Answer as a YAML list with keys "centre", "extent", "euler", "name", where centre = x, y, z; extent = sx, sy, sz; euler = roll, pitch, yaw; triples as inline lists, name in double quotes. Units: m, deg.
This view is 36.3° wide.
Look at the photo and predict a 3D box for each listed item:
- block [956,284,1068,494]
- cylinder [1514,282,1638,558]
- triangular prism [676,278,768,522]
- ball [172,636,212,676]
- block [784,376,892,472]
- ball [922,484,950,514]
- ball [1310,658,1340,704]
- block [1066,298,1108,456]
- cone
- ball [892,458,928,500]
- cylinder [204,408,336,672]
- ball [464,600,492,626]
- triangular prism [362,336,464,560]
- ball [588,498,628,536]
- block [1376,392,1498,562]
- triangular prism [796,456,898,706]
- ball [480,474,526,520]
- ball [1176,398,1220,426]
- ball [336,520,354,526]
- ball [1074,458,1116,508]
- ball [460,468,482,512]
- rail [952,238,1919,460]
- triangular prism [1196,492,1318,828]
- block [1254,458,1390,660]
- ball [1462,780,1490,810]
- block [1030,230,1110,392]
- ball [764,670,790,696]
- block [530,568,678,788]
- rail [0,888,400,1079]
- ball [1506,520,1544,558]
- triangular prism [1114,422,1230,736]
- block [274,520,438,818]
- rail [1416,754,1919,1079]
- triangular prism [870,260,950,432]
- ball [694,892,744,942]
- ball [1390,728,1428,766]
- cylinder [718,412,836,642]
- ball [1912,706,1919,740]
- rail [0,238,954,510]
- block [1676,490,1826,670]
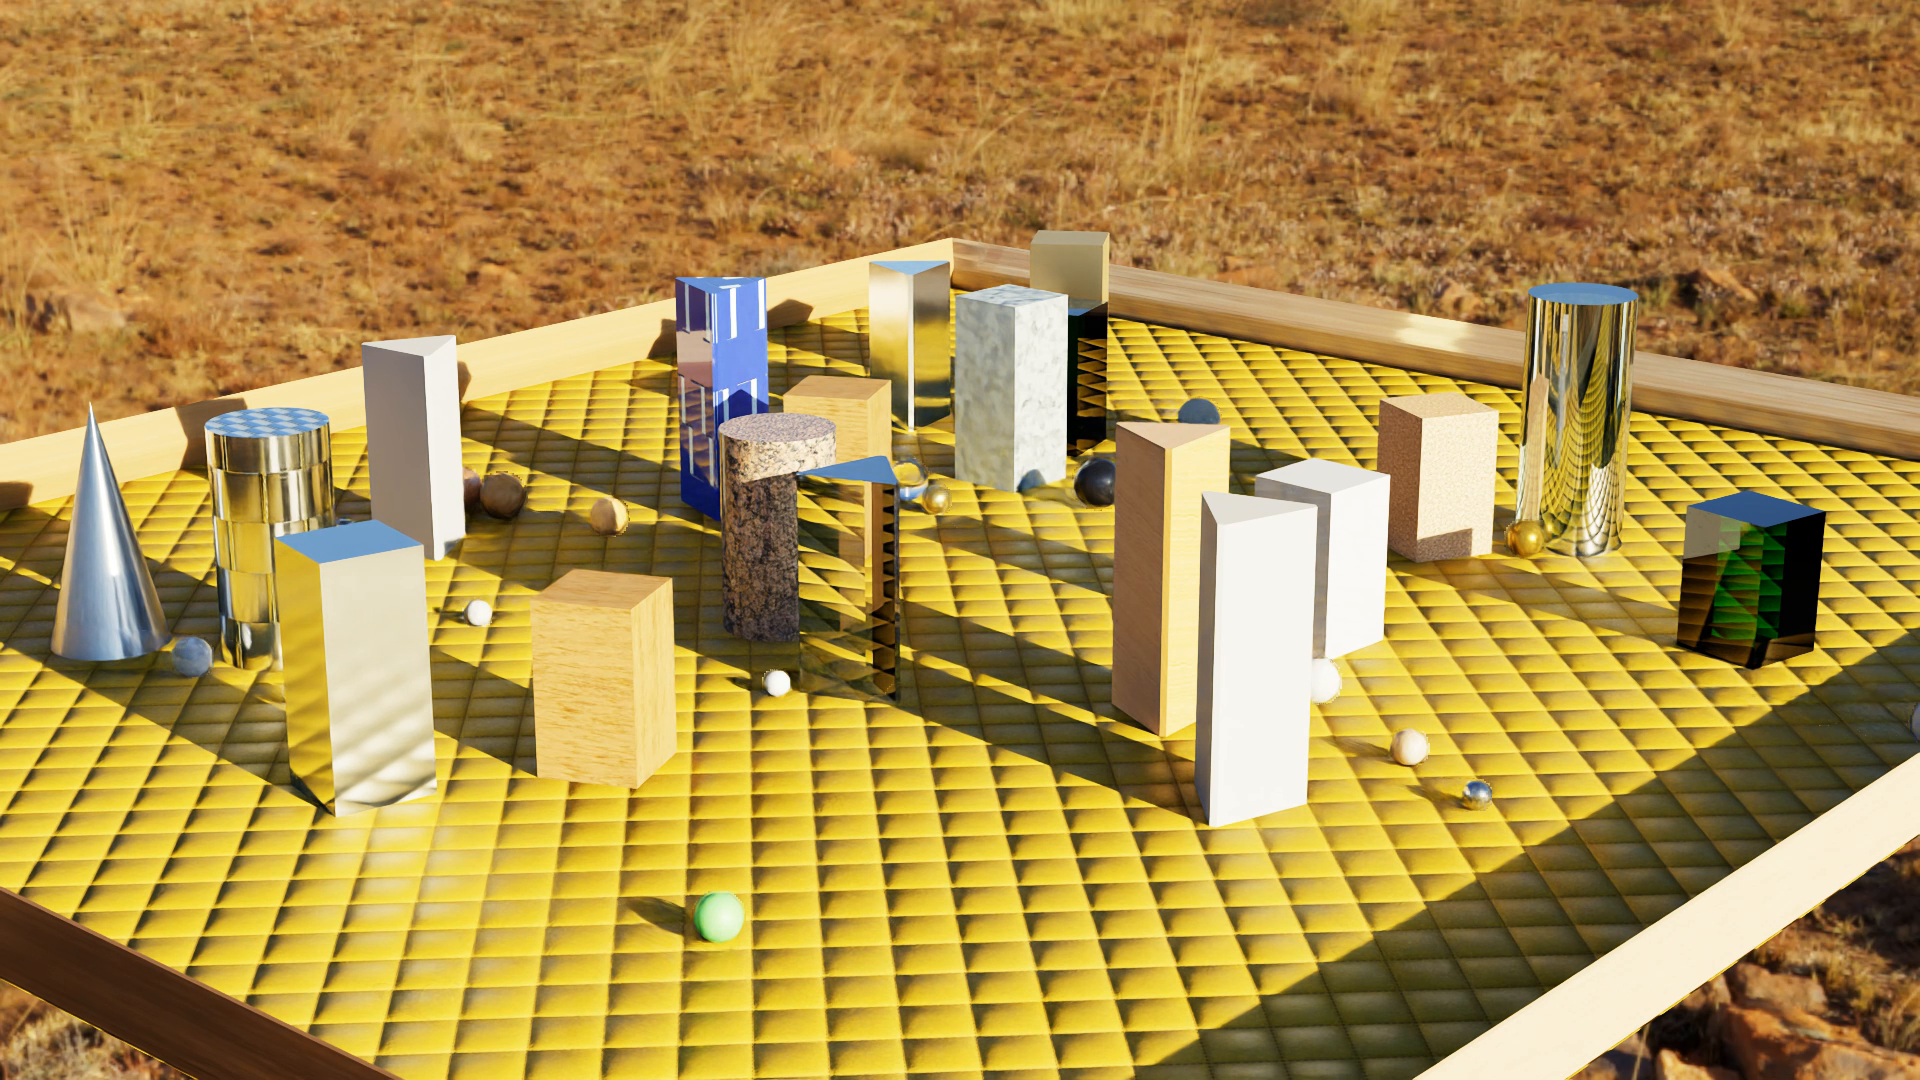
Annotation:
- centre: [0.101, -0.301, 5.803]
  extent: [0.157, 0.373, 0.157]
  euler: [15, 22, 40]
  name: "block"
- centre: [1.127, -0.221, 5.372]
  extent: [0.196, 0.469, 0.196]
  euler: [0, 17, 0]
  name: "cylinder"
- centre: [-0.478, -0.278, 5.611]
  extent: [0.147, 0.440, 0.170]
  euler: [10, 19, 29]
  name: "triangular prism"
- centre: [-1.235, 0.188, 4.716]
  extent: [0.064, 0.064, 0.064]
  euler: [0, 17, 0]
  name: "ball"
- centre: [-0.222, -0.134, 5.373]
  extent: [0.157, 0.300, 0.157]
  euler: [4, 17, 14]
  name: "block"
- centre: [-0.047, -0.078, 5.610]
  extent: [0.056, 0.056, 0.056]
  euler: [0, 17, 0]
  name: "ball"
- centre: [0.559, 0.220, 4.595]
  extent: [0.072, 0.072, 0.072]
  euler: [0, 17, 0]
  name: "ball"
- centre: [0.202, -0.342, 6.072]
  extent: [0.157, 0.295, 0.157]
  euler: [8, 18, 24]
  name: "block"
- centre: [-1.415, -0.027, 4.829]
  extent: [0.196, 0.410, 0.196]
  euler: [0, 17, 0]
  name: "cone"
- centre: [-0.102, -0.117, 5.698]
  extent: [0.081, 0.081, 0.081]
  euler: [0, 17, 0]
  name: "ball"
- centre: [-1.116, -0.002, 4.779]
  extent: [0.196, 0.392, 0.196]
  euler: [0, 17, 0]
  name: "cylinder"
- centre: [-0.815, 0.123, 4.962]
  extent: [0.045, 0.045, 0.045]
  euler: [0, 17, 0]
  name: "ball"
- centre: [-0.972, -0.176, 5.375]
  extent: [0.170, 0.381, 0.147]
  euler: [12, 21, 35]
  name: "triangular prism"
- centre: [-0.657, -0.044, 5.473]
  extent: [0.071, 0.071, 0.071]
  euler: [0, 17, 0]
  name: "ball"
- centre: [0.871, -0.117, 5.371]
  extent: [0.157, 0.269, 0.157]
  euler: [-6, 18, -21]
  name: "block"
- centre: [-0.149, 0.058, 4.635]
  extent: [0.170, 0.360, 0.147]
  euler: [6, 18, 20]
  name: "triangular prism"
- centre: [-0.870, -0.083, 5.575]
  extent: [0.087, 0.087, 0.087]
  euler: [0, 17, 0]
  name: "ball"
- centre: [0.499, -0.253, 6.132]
  extent: [0.090, 0.090, 0.090]
  euler: [0, 17, 0]
  name: "ball"
- centre: [-1.110, 0.005, 5.287]
  extent: [0.085, 0.085, 0.085]
  euler: [0, 17, 0]
  name: "ball"
- centre: [0.268, -0.109, 5.641]
  extent: [0.098, 0.098, 0.098]
  euler: [0, 17, 0]
  name: "ball"
- centre: [-0.956, -0.097, 5.627]
  extent: [0.084, 0.084, 0.084]
  euler: [0, 17, 0]
  name: "ball"
- centre: [1.271, -0.391, 6.521]
  extent: [3.462, 0.127, 0.045]
  euler: [14, 22, 39]
  name: "rail"
- centre: [0.385, 0.160, 4.153]
  extent: [0.170, 0.442, 0.147]
  euler: [-11, 20, -32]
  name: "triangular prism"
- centre: [0.595, 0.030, 4.854]
  extent: [0.157, 0.286, 0.157]
  euler: [16, 23, 42]
  name: "block"
- centre: [0.734, 0.363, 4.172]
  extent: [0.042, 0.042, 0.042]
  euler: [0, 17, 0]
  name: "ball"
- centre: [0.239, -0.480, 6.410]
  extent: [0.157, 0.365, 0.157]
  euler: [2, 17, 7]
  name: "block"
- centre: [-0.288, 0.226, 4.628]
  extent: [0.041, 0.041, 0.041]
  euler: [0, 17, 0]
  name: "ball"
- centre: [-0.521, 0.202, 4.307]
  extent: [0.157, 0.273, 0.157]
  euler: [5, 17, 16]
  name: "block"
- centre: [-1.271, 0.454, 3.719]
  extent: [3.462, 0.127, 0.045]
  euler: [14, 22, 39]
  name: "rail"
- centre: [1.028, -0.002, 5.341]
  extent: [0.067, 0.067, 0.067]
  euler: [0, 17, 0]
  name: "ball"
- centre: [0.300, 0.050, 4.499]
  extent: [0.147, 0.453, 0.170]
  euler: [12, 21, 35]
  name: "triangular prism"
- centre: [-0.865, 0.181, 4.198]
  extent: [0.157, 0.376, 0.157]
  euler: [-12, 20, -34]
  name: "block"
- centre: [1.289, 0.355, 4.048]
  extent: [0.045, 0.127, 3.924]
  euler: [14, 22, 39]
  name: "rail"
- centre: [-0.086, -0.423, 6.268]
  extent: [0.147, 0.338, 0.170]
  euler: [-10, 20, -30]
  name: "triangular prism"
- centre: [-0.308, 0.482, 3.741]
  extent: [0.064, 0.064, 0.064]
  euler: [0, 17, 0]
  name: "ball"
- centre: [0.664, 0.307, 4.339]
  extent: [0.054, 0.054, 0.054]
  euler: [0, 17, 0]
  name: "ball"
- centre: [-0.304, -0.023, 4.929]
  extent: [0.196, 0.344, 0.196]
  euler: [0, 17, 0]
  name: "cylinder"
- centre: [1.470, 0.275, 4.398]
  extent: [0.080, 0.080, 0.080]
  euler: [0, 17, 0]
  name: "ball"
- centre: [-1.289, -0.291, 6.192]
  extent: [0.045, 0.127, 3.924]
  euler: [14, 22, 39]
  name: "rail"
- centre: [1.300, 0.064, 4.822]
  extent: [0.157, 0.241, 0.157]
  euler: [-12, 21, -35]
  name: "block"
